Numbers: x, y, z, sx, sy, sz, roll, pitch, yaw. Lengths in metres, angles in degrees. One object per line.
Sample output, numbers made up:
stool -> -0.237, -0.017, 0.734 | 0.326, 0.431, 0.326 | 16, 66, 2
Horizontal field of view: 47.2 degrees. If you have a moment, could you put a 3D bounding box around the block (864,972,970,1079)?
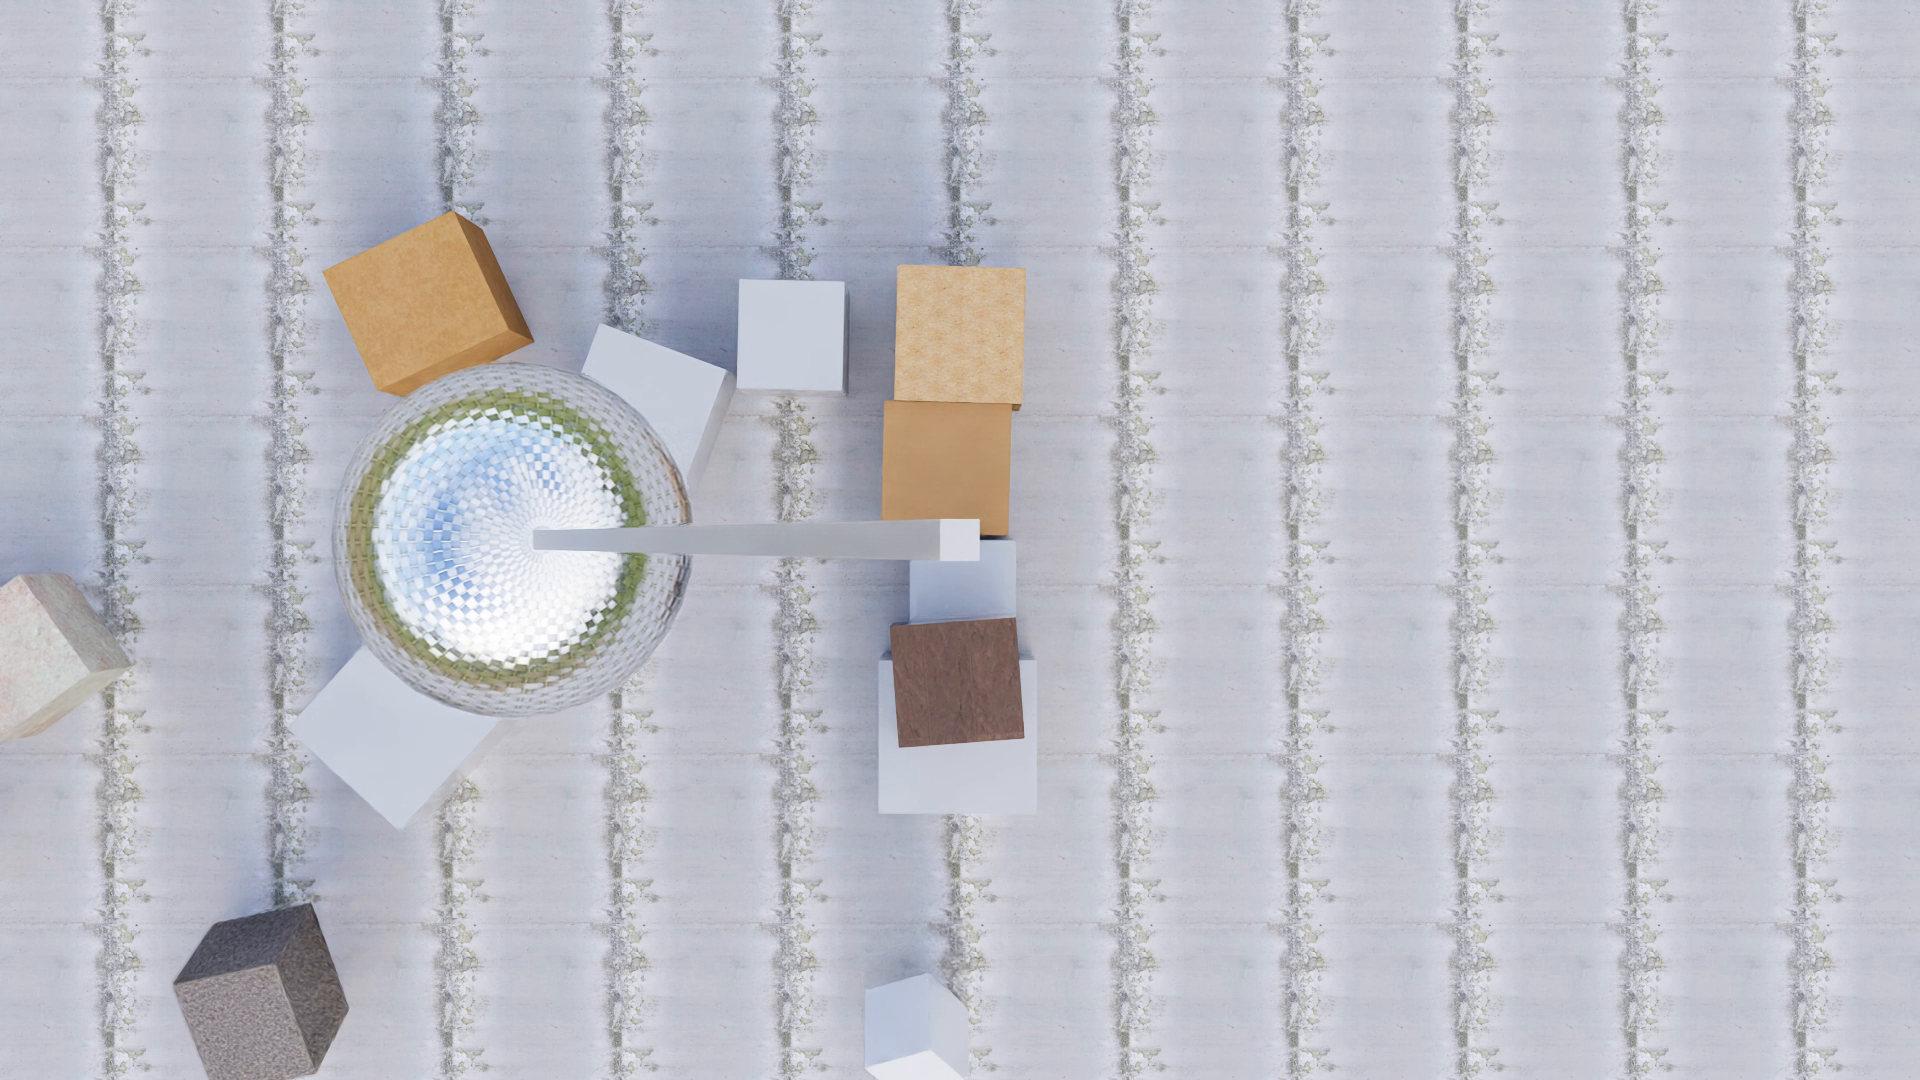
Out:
block -> -0.246, 2.848, 12.594 | 0.421, 0.478, 0.486 | -20, 46, 19

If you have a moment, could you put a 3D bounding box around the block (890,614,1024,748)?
block -> -0.014, 0.754, 11.914 | 0.669, 0.576, 0.644 | -4, 90, 0

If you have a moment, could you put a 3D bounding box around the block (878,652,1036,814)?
block -> -0.012, 1.093, 12.601 | 0.878, 0.798, 0.850 | 0, 90, 0

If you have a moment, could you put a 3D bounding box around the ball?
ball -> -1.995, 0.000, 9.874 | 1.600, 1.600, 1.600 | 0, 90, 0

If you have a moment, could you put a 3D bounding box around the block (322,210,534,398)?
block -> -3.034, -1.334, 12.622 | 0.807, 0.756, 0.733 | -25, 90, 0

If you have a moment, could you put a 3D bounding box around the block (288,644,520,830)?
block -> -3.133, 1.020, 12.581 | 0.838, 0.839, 0.825 | 42, 90, 0

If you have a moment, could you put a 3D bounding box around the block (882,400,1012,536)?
block -> -0.077, -0.404, 12.660 | 0.715, 0.680, 0.736 | 2, 90, 0

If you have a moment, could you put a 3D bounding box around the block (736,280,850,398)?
block -> -0.951, -1.152, 12.677 | 0.591, 0.647, 0.612 | 1, 90, 0

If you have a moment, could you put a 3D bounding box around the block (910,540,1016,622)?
block -> 0.016, 0.332, 12.675 | 0.595, 0.650, 0.661 | 0, 90, 0

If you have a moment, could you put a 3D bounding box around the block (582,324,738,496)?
block -> -1.791, -0.739, 12.656 | 0.757, 0.688, 0.737 | 20, 90, 0

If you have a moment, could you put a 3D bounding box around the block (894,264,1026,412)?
block -> 0.000, -1.150, 12.640 | 0.717, 0.720, 0.758 | 2, 90, 0

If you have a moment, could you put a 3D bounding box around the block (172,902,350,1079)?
block -> -3.967, 2.605, 12.533 | 0.596, 0.706, 0.713 | -12, 108, 4

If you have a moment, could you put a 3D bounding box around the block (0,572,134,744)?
block -> -5.363, 0.673, 12.670 | 0.699, 0.660, 0.681 | -36, 90, 0

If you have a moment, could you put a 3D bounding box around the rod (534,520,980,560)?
rod -> -0.865, 0.000, 6.667 | 0.080, 5.200, 0.080 | 0, 90, -19
